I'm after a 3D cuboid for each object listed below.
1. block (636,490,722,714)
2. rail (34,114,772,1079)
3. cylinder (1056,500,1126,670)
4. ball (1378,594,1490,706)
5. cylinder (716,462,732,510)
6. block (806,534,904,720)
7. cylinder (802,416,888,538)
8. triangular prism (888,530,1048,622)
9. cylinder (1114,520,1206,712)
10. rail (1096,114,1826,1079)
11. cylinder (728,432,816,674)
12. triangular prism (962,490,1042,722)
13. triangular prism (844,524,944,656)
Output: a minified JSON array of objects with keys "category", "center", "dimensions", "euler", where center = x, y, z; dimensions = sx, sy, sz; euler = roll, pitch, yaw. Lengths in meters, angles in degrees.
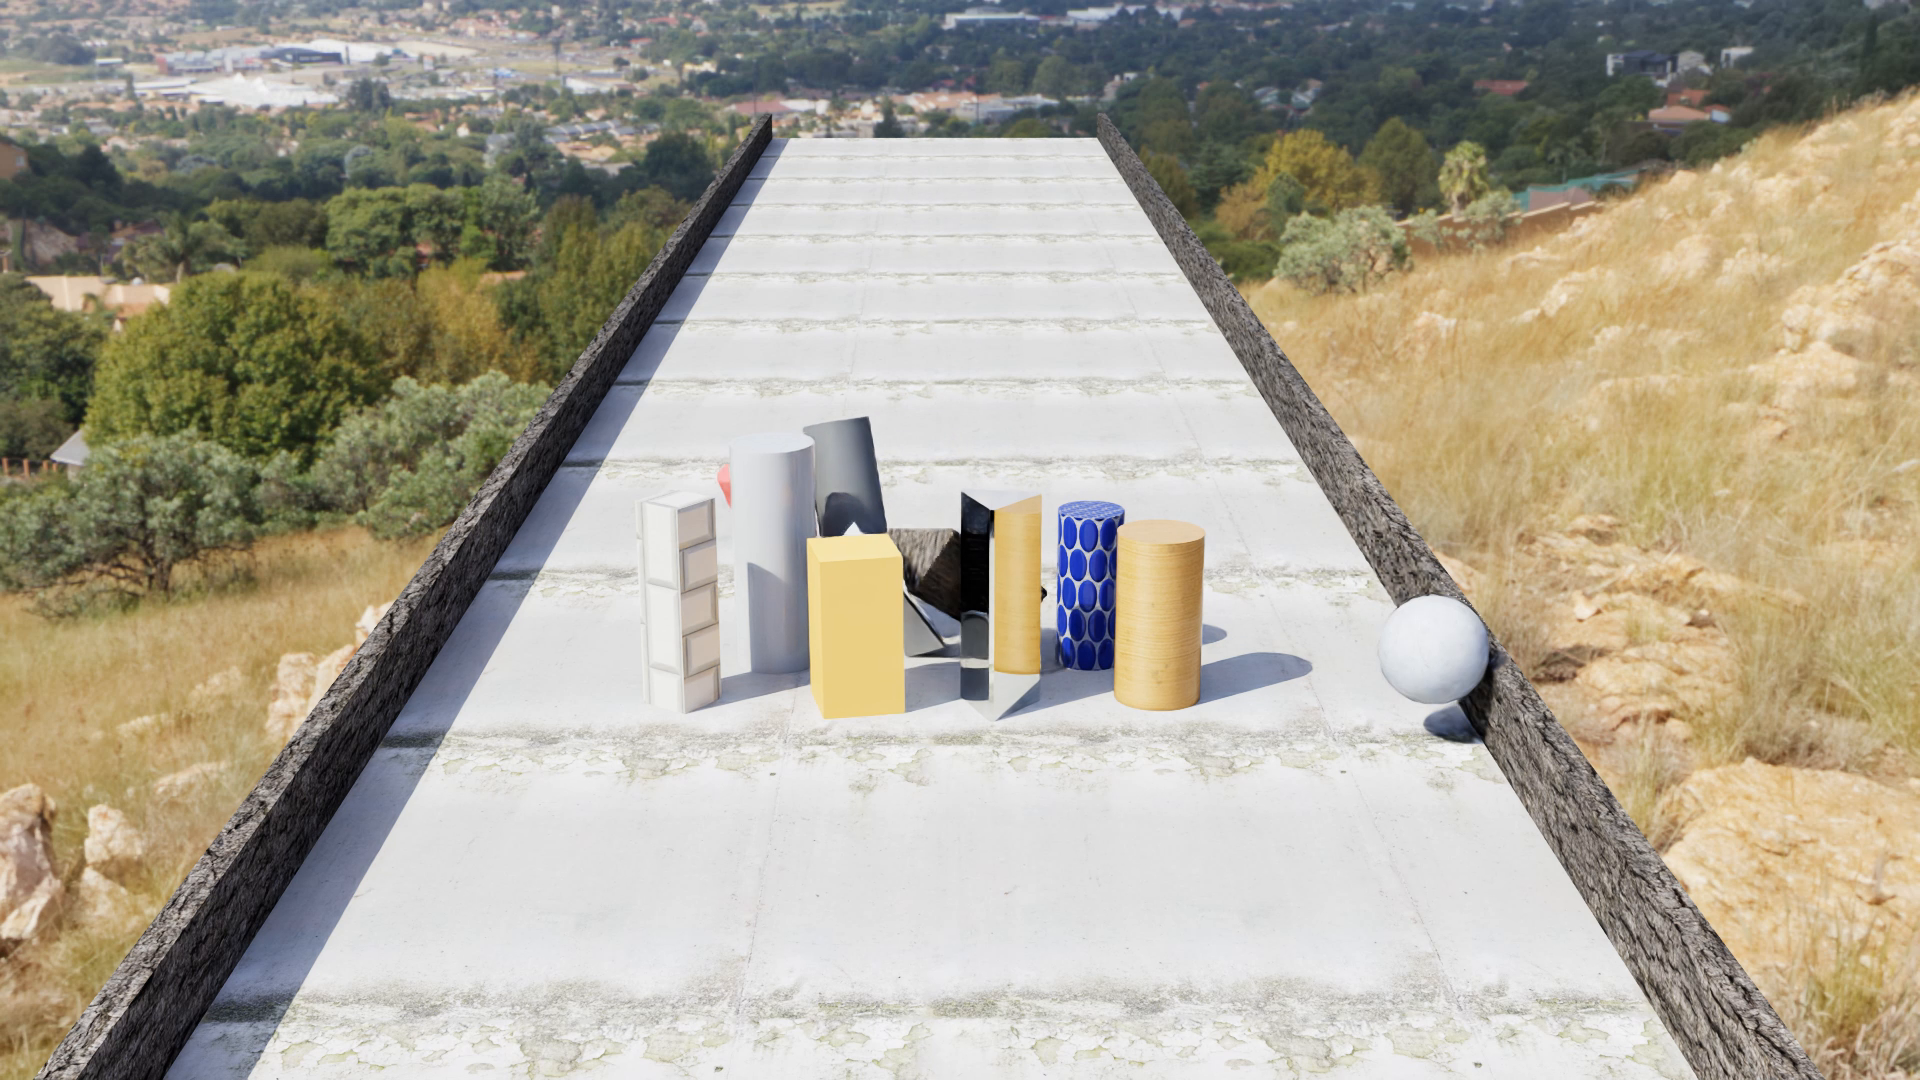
[{"category":"block","center":[-0.529,0.115,4.140],"dimensions":[0.104,0.398,0.104],"euler":[11,20,34]},{"category":"rail","center":[-1.118,-0.838,7.780],"dimensions":[0.050,0.150,12.000],"euler":[0,17,-1]},{"category":"cylinder","center":[0.259,0.090,4.374],"dimensions":[0.133,0.313,0.133],"euler":[0,17,0]},{"category":"ball","center":[0.851,0.198,3.953],"dimensions":[0.198,0.198,0.198],"euler":[0,17,0]},{"category":"cylinder","center":[-0.373,0.007,4.522],"dimensions":[0.123,0.369,0.123],"euler":[-18,24,8]},{"category":"block","center":[-0.196,0.161,4.143],"dimensions":[0.154,0.308,0.154],"euler":[-4,17,-12]},{"category":"cylinder","center":[-0.222,-0.031,4.543],"dimensions":[0.140,0.427,0.140],"euler":[-9,0,0]},{"category":"triangular prism","center":[0.032,0.072,4.316],"dimensions":[0.123,0.142,0.429],"euler":[-29,-28,16]},{"category":"cylinder","center":[0.378,0.142,4.173],"dimensions":[0.165,0.329,0.165],"euler":[0,17,0]},{"category":"rail","center":[0.932,-0.844,7.801],"dimensions":[0.050,0.150,12.000],"euler":[0,17,-1]},{"category":"cylinder","center":[-0.366,0.025,4.350],"dimensions":[0.166,0.451,0.166],"euler":[0,17,0]},{"category":"triangular prism","center":[0.054,0.114,4.125],"dimensions":[0.130,0.410,0.150],"euler":[13,21,37]},{"category":"triangular prism","center":[-0.138,0.095,4.349],"dimensions":[0.091,0.312,0.079],"euler":[-15,42,26]}]
